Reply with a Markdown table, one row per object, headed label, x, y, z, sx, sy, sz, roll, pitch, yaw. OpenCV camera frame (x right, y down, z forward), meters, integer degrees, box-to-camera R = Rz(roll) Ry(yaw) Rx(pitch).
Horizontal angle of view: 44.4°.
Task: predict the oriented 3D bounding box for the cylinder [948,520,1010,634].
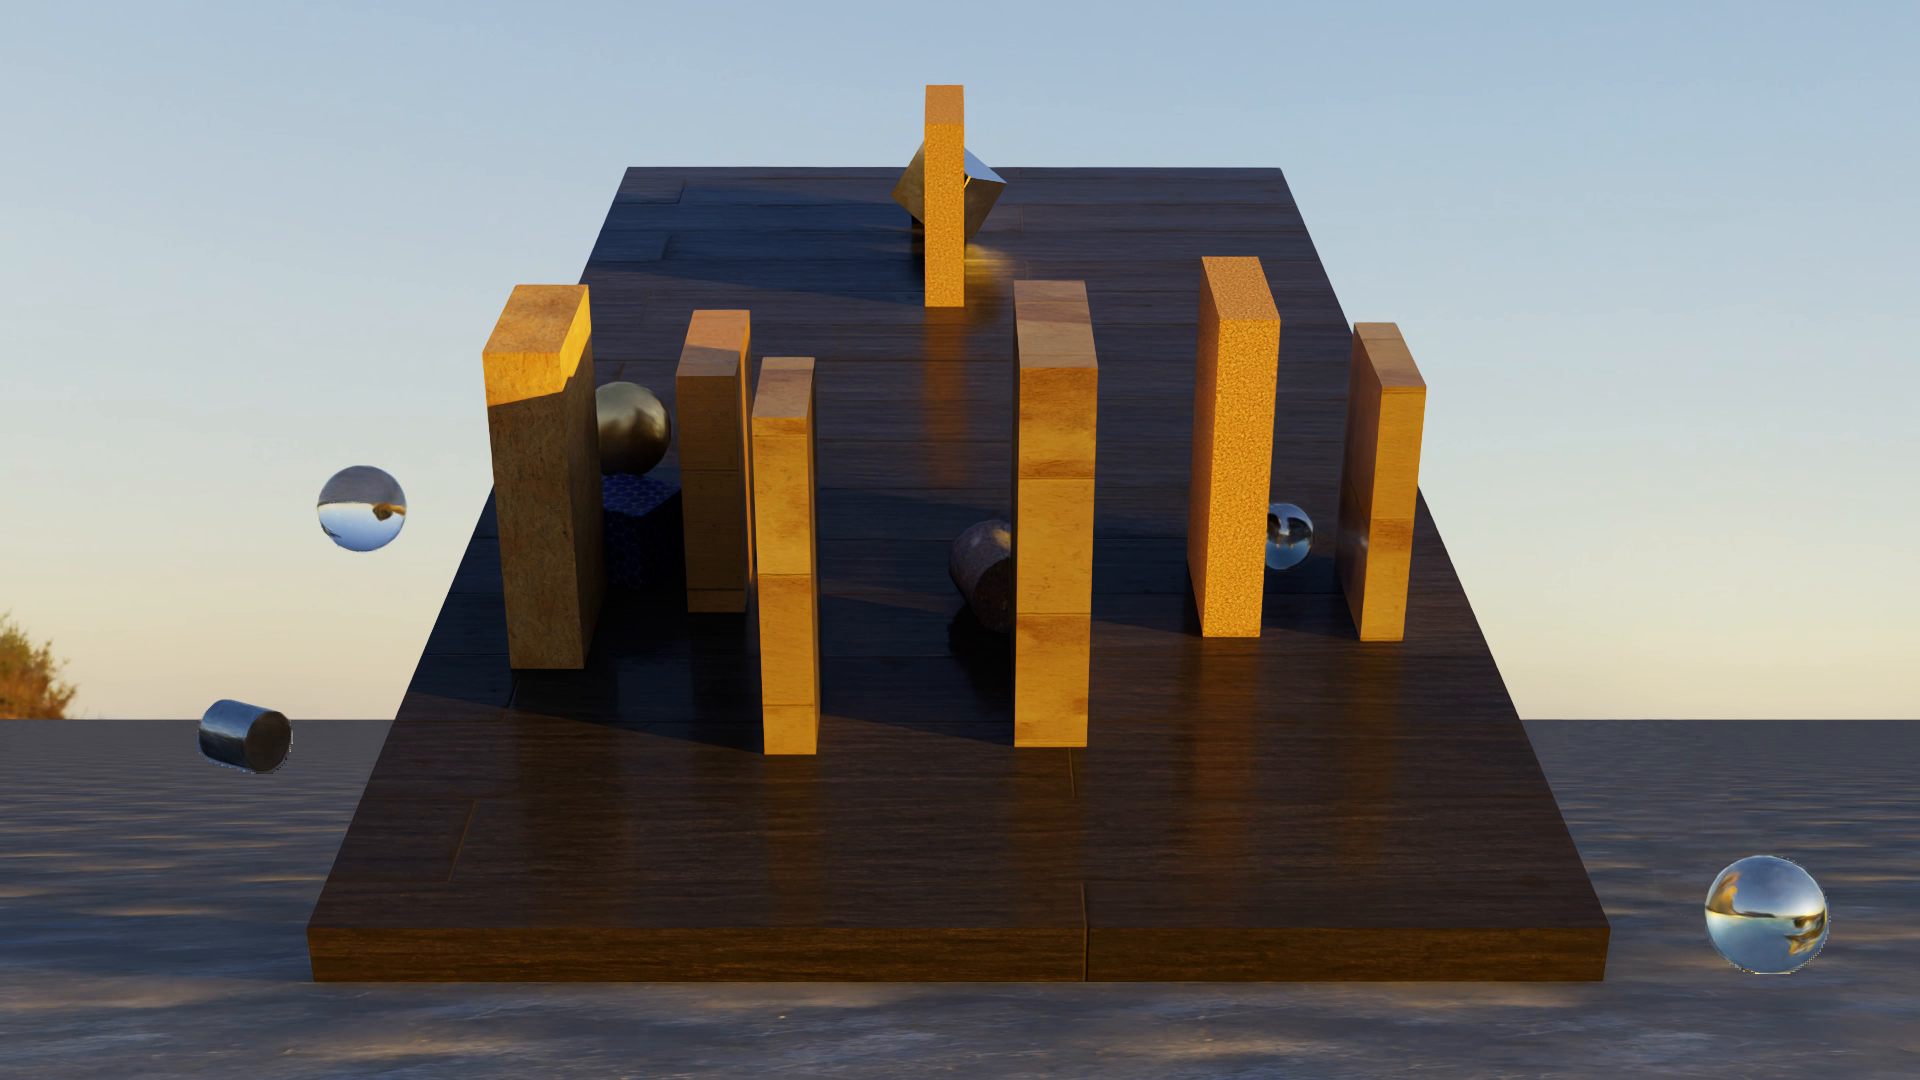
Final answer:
| label | x | y | z | sx | sy | sz | roll | pitch | yaw |
| --- | --- | --- | --- | --- | --- | --- | --- | --- | --- |
| cylinder | 0.078 | 0.069 | 4.510 | 0.163 | 0.163 | 0.163 | 1 | 24 | -19 |

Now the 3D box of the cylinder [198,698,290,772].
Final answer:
| label | x | y | z | sx | sy | sz | roll | pitch | yaw |
| --- | --- | --- | --- | --- | --- | --- | --- | --- | --- |
| cylinder | -1.353 | 0.370 | 4.452 | 0.118 | 0.118 | 0.118 | 10 | 1 | 27 |

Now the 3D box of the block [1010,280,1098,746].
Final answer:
| label | x | y | z | sx | sy | sz | roll | pitch | yaw |
| --- | --- | --- | --- | --- | --- | --- | --- | --- | --- |
| block | 0.158 | -0.050 | 4.130 | 0.125 | 0.708 | 0.418 | 0 | 26 | 0 |

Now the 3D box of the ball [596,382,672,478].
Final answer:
| label | x | y | z | sx | sy | sz | roll | pitch | yaw |
| --- | --- | --- | --- | --- | --- | --- | --- | --- | --- |
| ball | -0.690 | -0.224 | 4.805 | 0.200 | 0.200 | 0.200 | 0 | -4 | 0 |

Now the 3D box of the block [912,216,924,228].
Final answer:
| label | x | y | z | sx | sy | sz | roll | pitch | yaw |
| --- | --- | --- | --- | --- | --- | --- | --- | --- | --- |
| block | -0.055 | -0.990 | 6.706 | 0.158 | 0.158 | 0.158 | 1 | 25 | 2 |

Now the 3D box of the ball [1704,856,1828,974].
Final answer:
| label | x | y | z | sx | sy | sz | roll | pitch | yaw |
| --- | --- | --- | --- | --- | --- | --- | --- | --- | --- |
| ball | 1.293 | 0.601 | 3.776 | 0.187 | 0.187 | 0.187 | 0 | -4 | 0 |

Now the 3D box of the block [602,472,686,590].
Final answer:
| label | x | y | z | sx | sy | sz | roll | pitch | yaw |
| --- | --- | --- | --- | --- | --- | --- | --- | --- | --- |
| block | -0.654 | -0.019 | 4.690 | 0.162 | 0.162 | 0.162 | 12 | 28 | 23 |

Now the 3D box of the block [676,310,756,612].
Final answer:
| label | x | y | z | sx | sy | sz | roll | pitch | yaw |
| --- | --- | --- | --- | --- | --- | --- | --- | --- | --- |
| block | -0.471 | -0.157 | 4.599 | 0.110 | 0.491 | 0.351 | 0 | 26 | 0 |

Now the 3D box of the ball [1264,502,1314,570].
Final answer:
| label | x | y | z | sx | sy | sz | roll | pitch | yaw |
| --- | --- | --- | --- | --- | --- | --- | --- | --- | --- |
| ball | 0.642 | -0.008 | 4.705 | 0.135 | 0.135 | 0.135 | 0 | -4 | 0 |

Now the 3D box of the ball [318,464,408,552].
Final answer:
| label | x | y | z | sx | sy | sz | roll | pitch | yaw |
| --- | --- | --- | --- | --- | --- | --- | --- | --- | --- |
| ball | -1.403 | -0.074 | 5.522 | 0.205 | 0.205 | 0.205 | 0 | -4 | 0 |

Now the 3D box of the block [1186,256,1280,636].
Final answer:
| label | x | y | z | sx | sy | sz | roll | pitch | yaw |
| --- | --- | --- | --- | --- | --- | --- | --- | --- | --- |
| block | 0.515 | -0.179 | 4.478 | 0.107 | 0.639 | 0.342 | 0 | 26 | 0 |

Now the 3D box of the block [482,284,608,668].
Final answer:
| label | x | y | z | sx | sy | sz | roll | pitch | yaw |
| --- | --- | --- | --- | --- | --- | --- | --- | --- | --- |
| block | -0.762 | -0.120 | 4.368 | 0.134 | 0.623 | 0.353 | 0 | 26 | 0 |

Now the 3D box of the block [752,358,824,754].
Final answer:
| label | x | y | z | sx | sy | sz | roll | pitch | yaw |
| --- | --- | --- | --- | --- | --- | --- | --- | --- | --- |
| block | -0.293 | 0.029 | 4.053 | 0.089 | 0.631 | 0.266 | 0 | 26 | 0 |

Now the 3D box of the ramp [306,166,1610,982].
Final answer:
| label | x | y | z | sx | sy | sz | roll | pitch | yaw |
| --- | --- | --- | --- | --- | --- | --- | --- | --- | --- |
| ramp | -0.010 | -0.229 | 5.430 | 2.000 | 0.100 | 4.000 | 0 | 26 | 0 |

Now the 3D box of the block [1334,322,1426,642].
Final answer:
| label | x | y | z | sx | sy | sz | roll | pitch | yaw |
| --- | --- | --- | --- | --- | --- | --- | --- | --- | --- |
| block | 0.797 | -0.114 | 4.484 | 0.080 | 0.518 | 0.329 | 0 | 26 | 0 |

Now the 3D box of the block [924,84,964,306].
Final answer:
| label | x | y | z | sx | sy | sz | roll | pitch | yaw |
| --- | --- | --- | --- | --- | --- | --- | --- | --- | --- |
| block | -0.040 | -0.904 | 6.158 | 0.100 | 0.483 | 0.377 | 0 | 26 | 0 |

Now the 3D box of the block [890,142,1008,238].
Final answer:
| label | x | y | z | sx | sy | sz | roll | pitch | yaw |
| --- | --- | --- | --- | --- | --- | --- | --- | --- | --- |
| block | -0.031 | -0.966 | 6.484 | 0.187 | 0.187 | 0.187 | 43 | 24 | 23 |
